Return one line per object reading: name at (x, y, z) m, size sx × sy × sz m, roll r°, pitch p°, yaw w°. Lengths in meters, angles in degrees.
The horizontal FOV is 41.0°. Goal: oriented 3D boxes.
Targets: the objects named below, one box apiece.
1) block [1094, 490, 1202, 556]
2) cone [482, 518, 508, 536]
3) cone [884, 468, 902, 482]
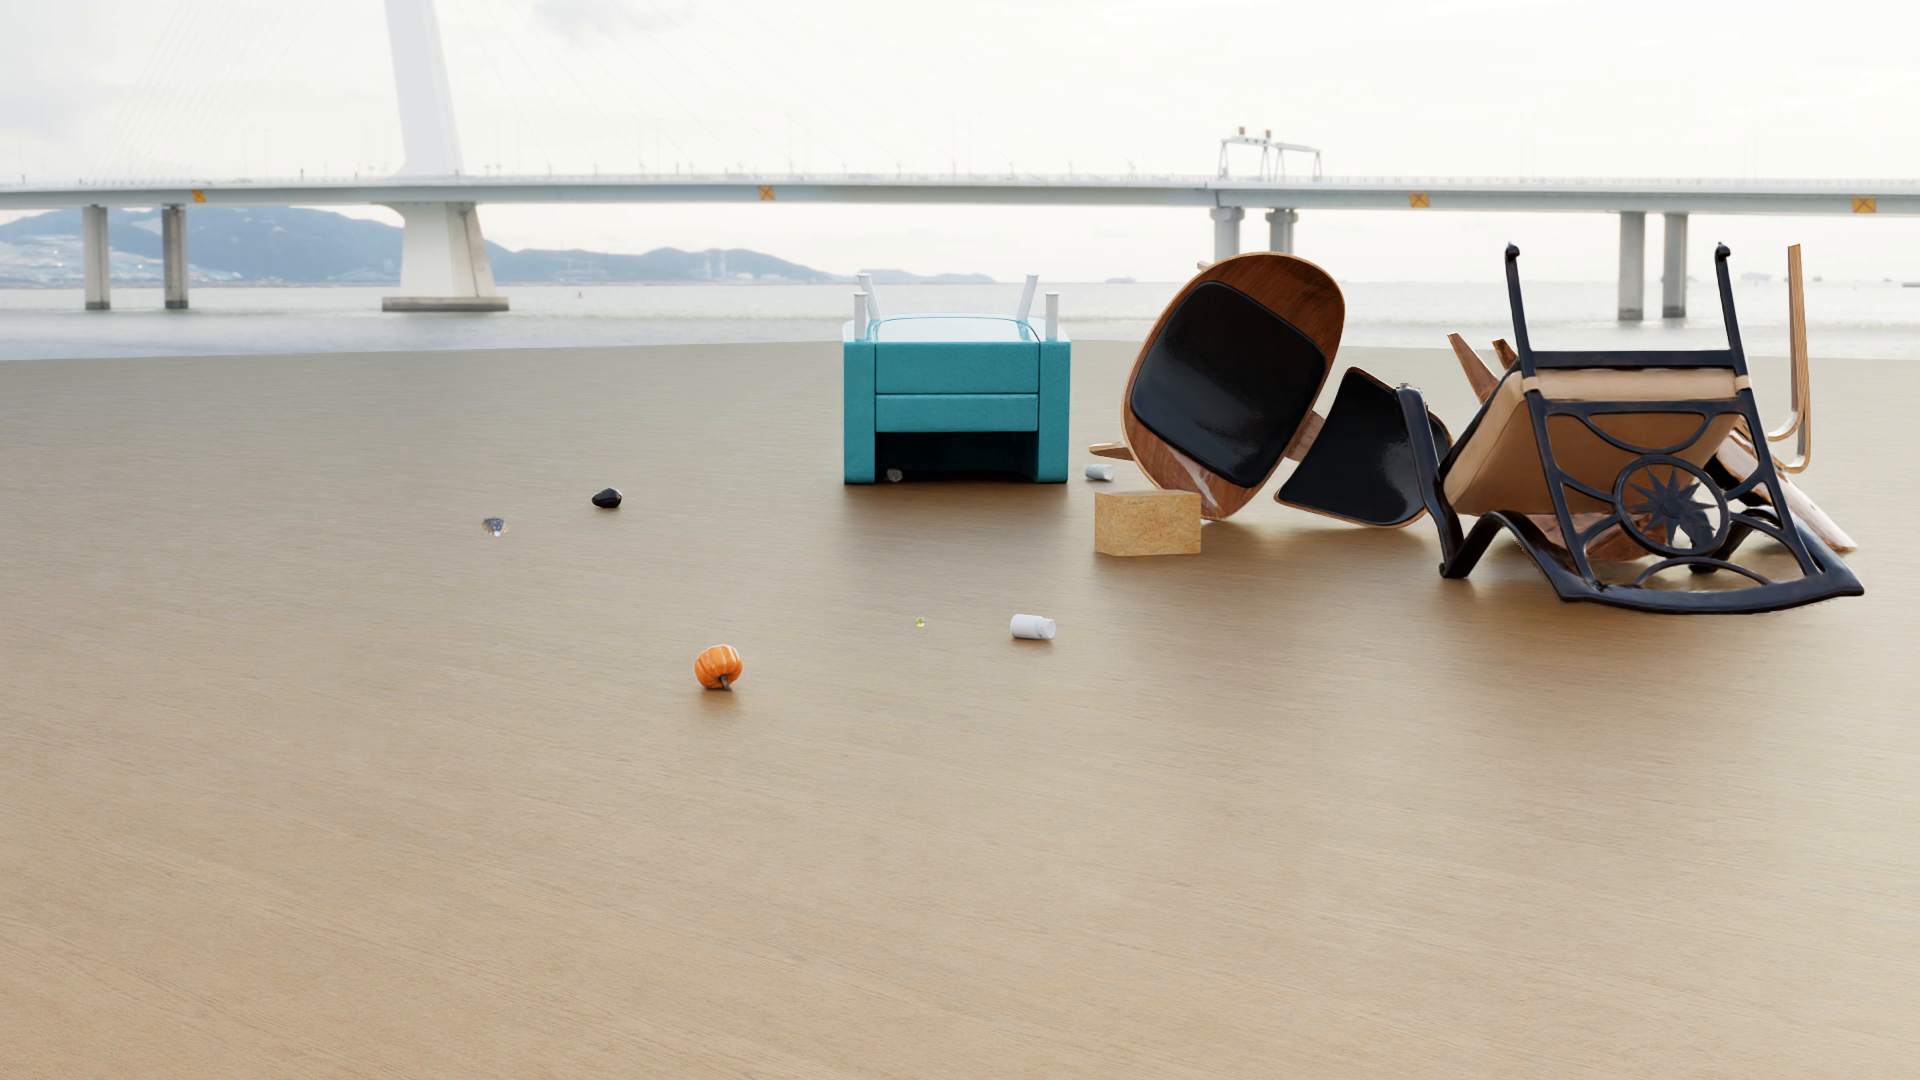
block at (0.448, -0.042, 6.133) m, size 0.216 × 0.141 × 0.138 m, roll -2°, pitch 6°, yaw -19°
cone at (-1.177, -0.022, 6.515) m, size 0.068 × 0.050 × 0.047 m, roll 12°, pitch 33°, yaw -25°
cone at (-0.228, -0.201, 8.259) m, size 0.062 × 0.047 × 0.063 m, roll -6°, pitch -12°, yaw -38°
